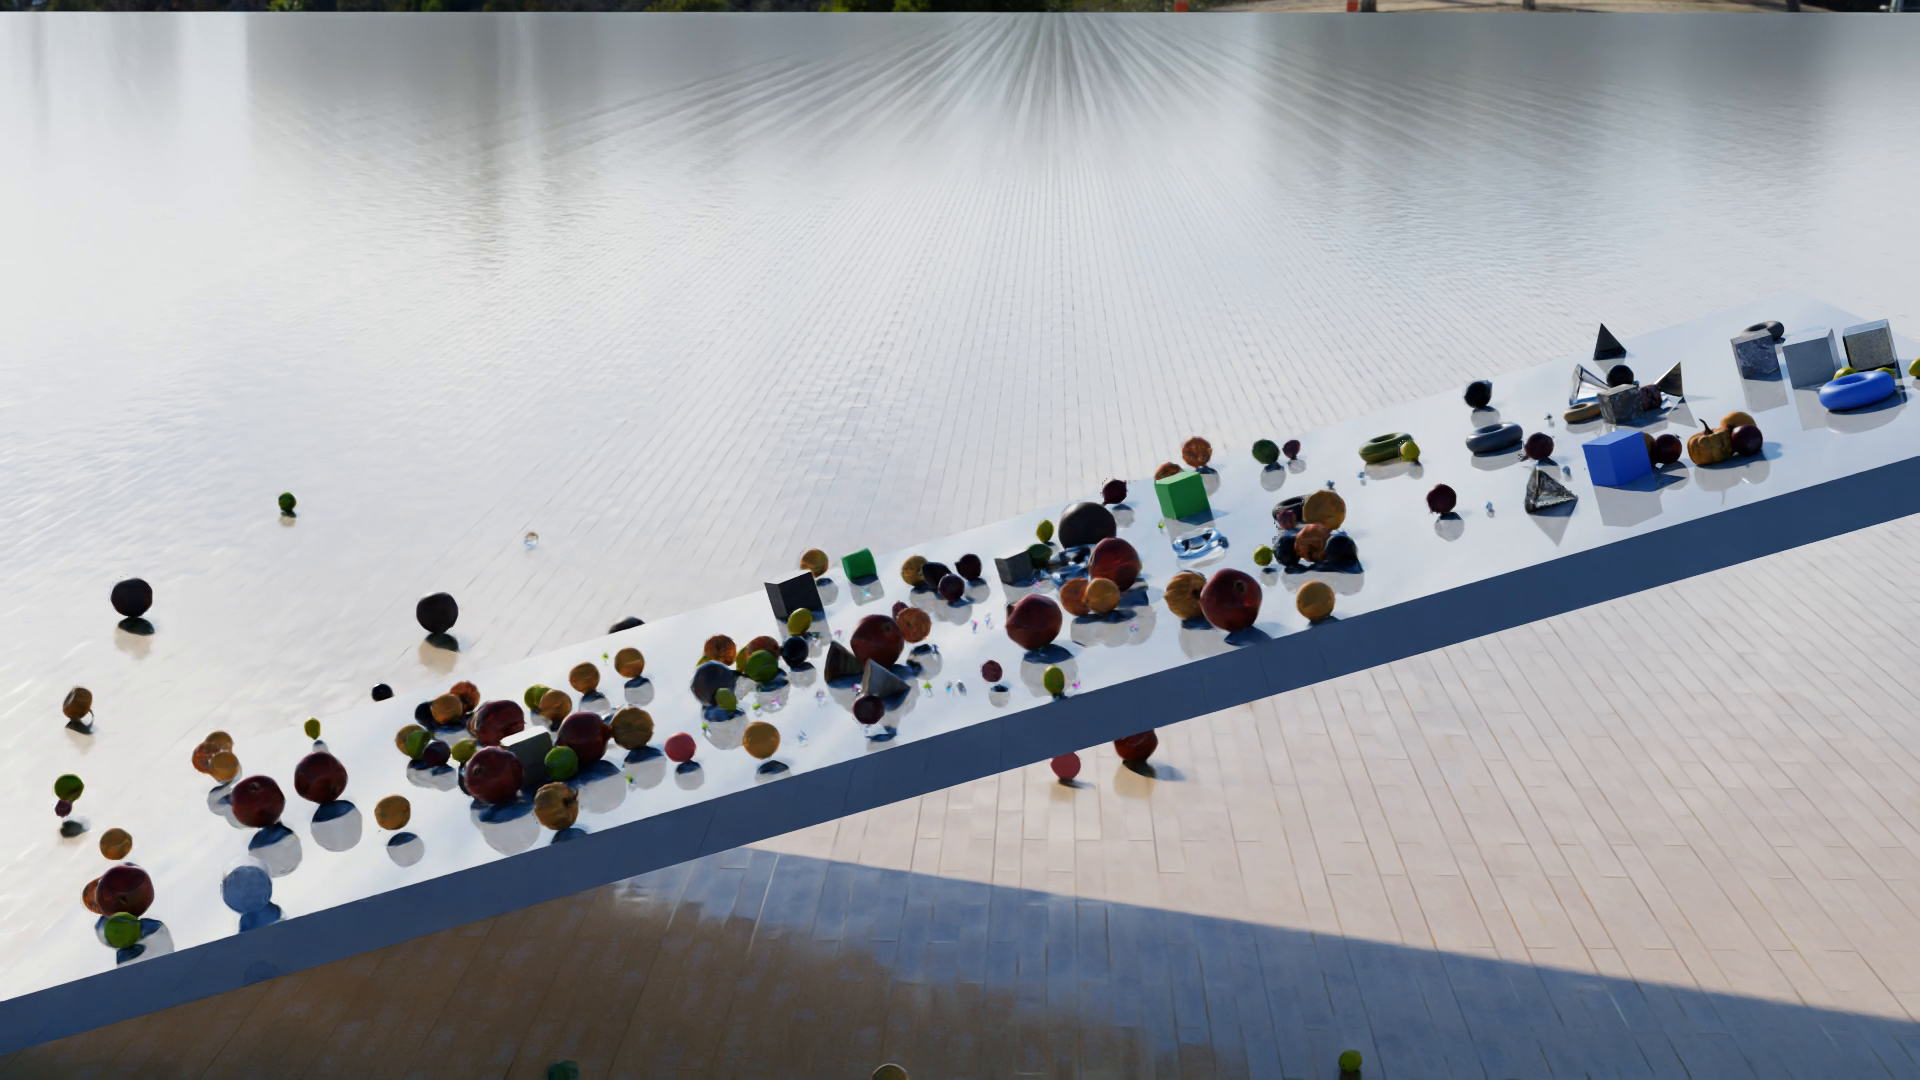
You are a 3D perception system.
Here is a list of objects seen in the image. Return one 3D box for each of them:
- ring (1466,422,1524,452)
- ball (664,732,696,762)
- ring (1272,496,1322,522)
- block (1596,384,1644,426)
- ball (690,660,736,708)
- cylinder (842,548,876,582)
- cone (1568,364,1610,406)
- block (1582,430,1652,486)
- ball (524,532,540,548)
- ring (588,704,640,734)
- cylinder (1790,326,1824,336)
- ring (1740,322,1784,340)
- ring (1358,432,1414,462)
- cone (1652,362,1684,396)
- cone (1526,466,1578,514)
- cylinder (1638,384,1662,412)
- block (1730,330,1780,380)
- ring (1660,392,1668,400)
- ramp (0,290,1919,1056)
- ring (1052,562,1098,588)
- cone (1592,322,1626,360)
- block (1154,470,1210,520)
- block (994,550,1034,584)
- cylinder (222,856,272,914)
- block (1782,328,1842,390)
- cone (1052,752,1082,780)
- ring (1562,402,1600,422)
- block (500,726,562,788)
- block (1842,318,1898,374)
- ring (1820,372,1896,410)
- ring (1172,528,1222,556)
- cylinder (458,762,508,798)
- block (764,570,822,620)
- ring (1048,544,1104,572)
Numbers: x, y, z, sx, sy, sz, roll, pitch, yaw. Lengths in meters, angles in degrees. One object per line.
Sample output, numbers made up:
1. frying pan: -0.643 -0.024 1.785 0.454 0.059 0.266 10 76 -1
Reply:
1. ring: 1.155 -0.221 6.357 0.126 0.042 0.126 -15 10 3
2. ball: -0.545 0.404 5.728 0.060 0.060 0.060 0 11 0
3. ring: 0.717 -0.067 6.263 0.108 0.036 0.108 -16 11 3
4. block: 1.400 -0.288 6.235 0.066 0.066 0.066 -18 10 -8
5. ball: -0.516 0.300 6.140 0.097 0.097 0.097 0 11 0
6. cylinder: -0.245 0.059 7.099 0.065 0.065 0.065 -19 16 -13
7. cone: 1.416 -0.338 6.549 0.096 0.096 0.096 10 11 0
8. block: 1.272 -0.158 5.691 0.084 0.084 0.084 -21 11 -21
9. ball: -1.522 -0.002 10.452 0.055 0.055 0.055 0 11 0
10. ring: -0.734 0.381 6.242 0.112 0.037 0.112 -16 8 3
11. cylinder: 1.797 -0.407 6.207 0.071 0.071 0.071 -17 10 3
12. ring: 1.804 -0.464 6.618 0.101 0.034 0.101 -19 12 4
13. ring: 0.959 -0.209 6.614 0.128 0.043 0.128 -15 9 3
14. cone: 1.527 -0.352 6.286 0.070 0.070 0.070 16 22 -7
15. cone: 1.143 -0.089 5.649 0.093 0.093 0.093 10 11 -2
16. cylinder: 1.458 -0.301 6.255 0.052 0.052 0.052 -18 13 -5
17. block: 1.702 -0.398 6.297 0.078 0.078 0.078 -15 10 10
18. ring: 1.484 -0.308 6.322 0.082 0.027 0.082 -18 10 3
19. ramp: 0.093 0.186 6.318 4.000 0.100 2.000 -16 10 5
20. ring: 0.244 0.076 6.277 0.104 0.035 0.104 -15 10 3
21. cone: 1.537 -0.480 7.007 0.083 0.083 0.083 -17 10 3
22. block: 0.503 -0.102 6.669 0.084 0.084 0.084 -20 10 -15
23. block: 0.120 0.058 6.514 0.058 0.058 0.058 -22 11 -24
24. cylinder: -1.358 0.657 5.604 0.094 0.094 0.094 -3 6 -13
25. block: 1.751 -0.374 6.043 0.092 0.092 0.092 -12 11 25
26. cone: 0.266 0.579 7.490 0.077 0.077 0.077 -1 -16 -5
27. ring: 1.349 -0.277 6.379 0.084 0.028 0.084 -16 11 3
28. block: -0.875 0.440 5.995 0.090 0.090 0.090 -20 10 -16
29. block: 1.851 -0.391 5.982 0.087 0.087 0.087 -13 11 23
30. ring: 1.747 -0.291 5.728 0.145 0.048 0.145 -15 10 3
31. ring: 0.503 0.003 6.240 0.108 0.036 0.108 -17 11 3
32. cylinder: -0.966 0.485 5.957 0.073 0.073 0.073 -10 3 -41
33. block: -0.391 0.128 6.897 0.089 0.089 0.089 -21 11 -23
34. ring: 0.251 0.041 6.360 0.124 0.041 0.124 -15 -10 -3
